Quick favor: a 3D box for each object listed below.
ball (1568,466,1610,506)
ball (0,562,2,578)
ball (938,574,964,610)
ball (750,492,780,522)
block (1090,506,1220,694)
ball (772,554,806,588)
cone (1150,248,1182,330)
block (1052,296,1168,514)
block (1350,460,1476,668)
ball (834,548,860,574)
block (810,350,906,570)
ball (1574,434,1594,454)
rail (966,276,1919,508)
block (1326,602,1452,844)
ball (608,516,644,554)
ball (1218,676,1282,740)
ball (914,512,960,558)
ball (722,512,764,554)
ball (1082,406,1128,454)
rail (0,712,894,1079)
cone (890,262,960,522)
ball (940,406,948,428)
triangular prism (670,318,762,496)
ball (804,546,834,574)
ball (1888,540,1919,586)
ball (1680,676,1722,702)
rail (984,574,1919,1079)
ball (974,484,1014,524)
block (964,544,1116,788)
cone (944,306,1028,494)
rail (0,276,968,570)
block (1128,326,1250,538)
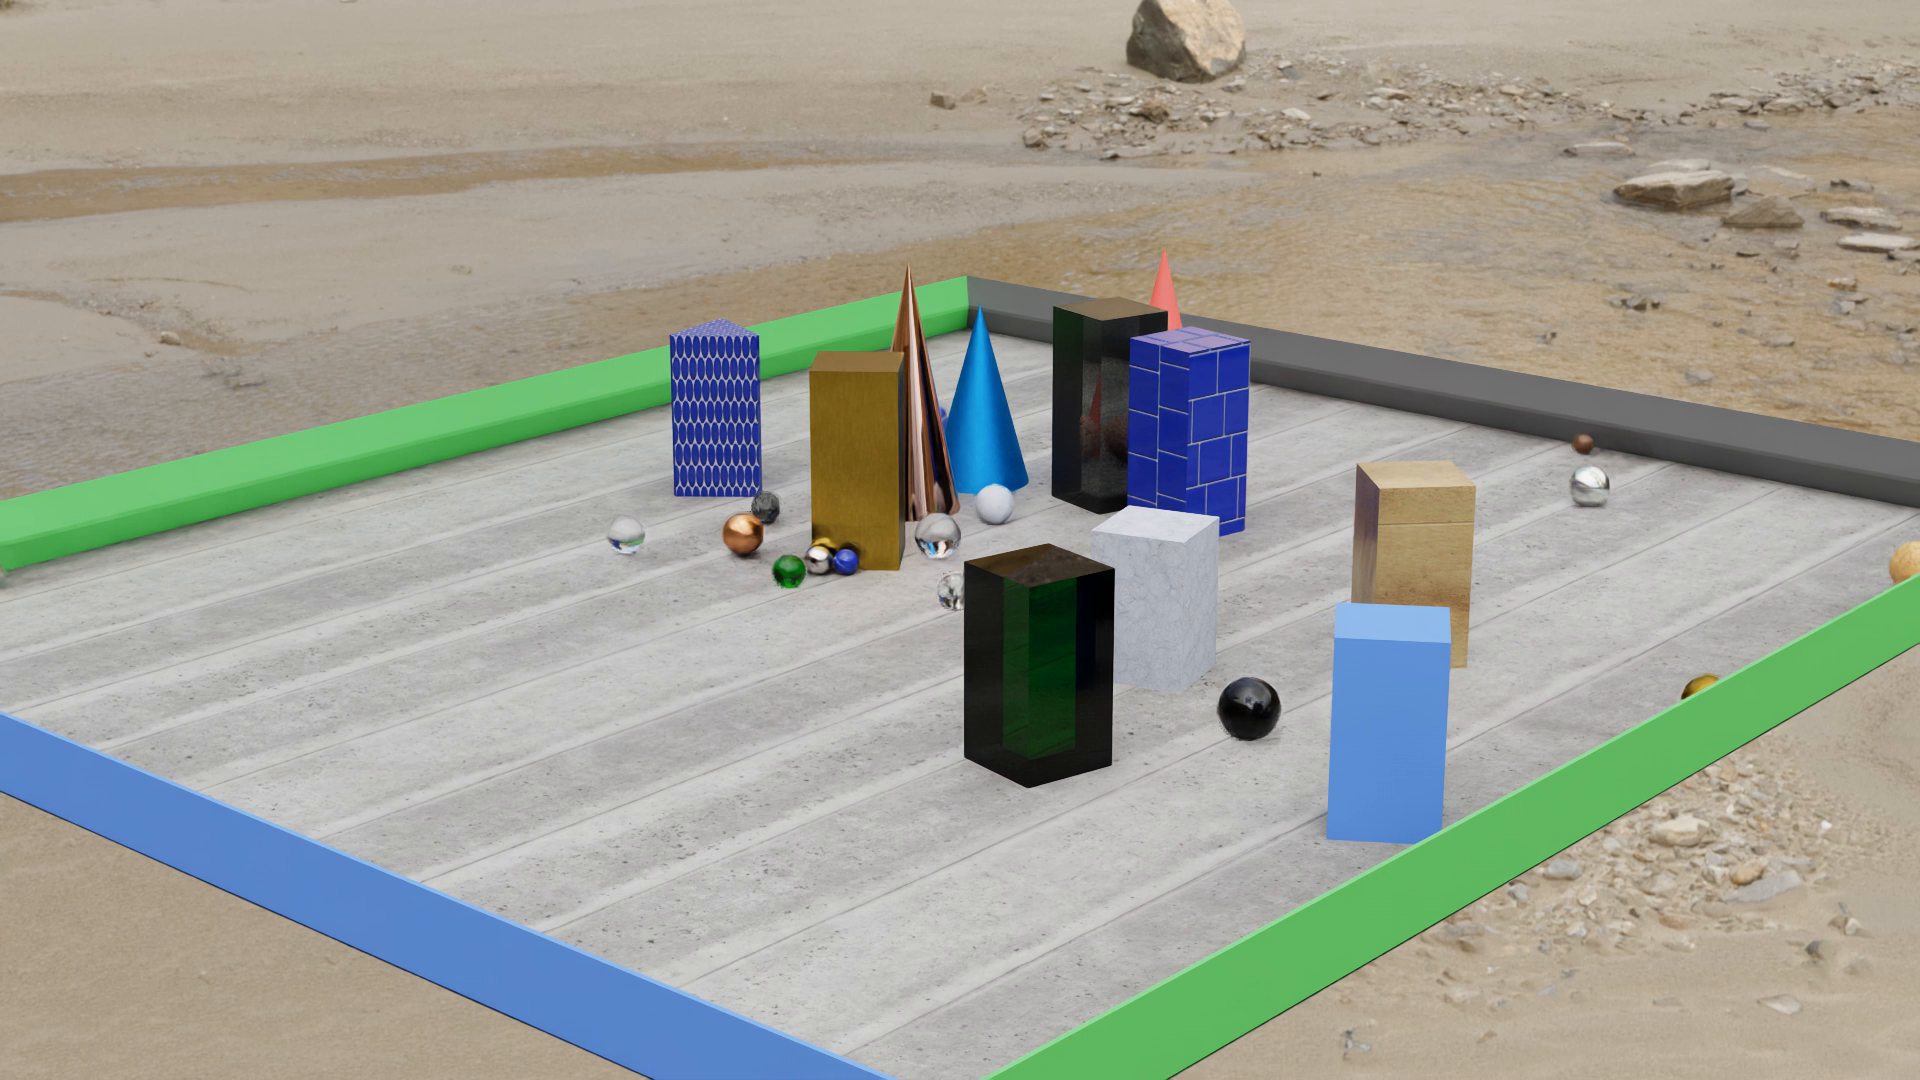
[{"bbox_3d":[1.214,-0.103,5.657,0.079,0.079,0.079,0,17,0],"label":"ball"},{"bbox_3d":[-1.719,0.054,5.153,0.069,0.069,0.069,0,17,0],"label":"ball"},{"bbox_3d":[-0.007,0.089,5.046,0.063,0.063,0.063,0,17,0],"label":"ball"},{"bbox_3d":[-0.369,-0.062,5.560,0.056,0.056,0.056,0,17,0],"label":"ball"},{"bbox_3d":[0.312,0.093,4.707,0.157,0.250,0.157,8,18,24],"label":"block"},{"bbox_3d":[-0.301,0.055,5.166,0.059,0.059,0.059,0,17,0],"label":"ball"},{"bbox_3d":[0.419,-0.402,6.065,0.196,0.415,0.196,0,17,0],"label":"cone"},{"bbox_3d":[0.288,-0.261,5.659,0.157,0.379,0.157,-11,20,-32],"label":"block"},{"bbox_3d":[0.737,0.040,4.785,0.157,0.307,0.157,-2,17,-6],"label":"block"},{"bbox_3d":[-0.204,0.039,5.242,0.046,0.046,0.046,0,17,0],"label":"ball"},{"bbox_3d":[-0.183,-0.144,5.293,0.157,0.366,0.157,1,17,3],"label":"block"},{"bbox_3d":[1.284,-0.197,6.032,0.041,0.041,0.041,0,17,0],"label":"ball"},{"bbox_3d":[1.046,-0.316,6.273,2.769,0.127,0.045,14,22,39],"label":"rail"},{"bbox_3d":[0.598,0.255,4.092,0.157,0.296,0.157,2,17,8],"label":"block"},{"bbox_3d":[-0.611,-0.010,5.364,0.068,0.068,0.068,0,17,0],"label":"ball"},{"bbox_3d":[0.438,0.255,4.438,0.096,0.096,0.096,0,17,0],"label":"ball"},{"bbox_3d":[-0.040,-0.008,5.332,0.084,0.084,0.084,0,17,0],"label":"ball"},{"bbox_3d":[-0.396,-0.011,5.355,0.076,0.076,0.076,0,17,0],"label":"ball"},{"bbox_3d":[0.300,-0.228,6.037,0.098,0.098,0.098,0,17,0],"label":"ball"},{"bbox_3d":[-1.046,0.380,3.967,2.769,0.127,0.045,14,22,39],"label":"rail"},{"bbox_3d":[-0.097,-0.295,5.588,0.196,0.486,0.196,0,17,0],"label":"cone"},{"bbox_3d":[-0.064,-0.246,6.125,0.082,0.082,0.082,0,17,0],"label":"ball"},{"bbox_3d":[-0.472,-0.261,5.758,0.170,0.322,0.147,0,17,1],"label":"triangular prism"},{"bbox_3d":[-0.253,0.036,5.241,0.053,0.053,0.053,0,17,0],"label":"ball"},{"bbox_3d":[1.674,0.048,5.130,0.094,0.094,0.094,0,17,0],"label":"ball"},{"bbox_3d":[1.145,0.248,4.487,0.081,0.081,0.081,0,17,0],"label":"ball"},{"bbox_3d":[1.027,0.289,4.266,0.045,0.127,3.238,14,22,39],"label":"rail"},{"bbox_3d":[0.066,-0.068,5.546,0.075,0.075,0.075,0,17,0],"label":"ball"},{"bbox_3d":[0.115,0.183,4.314,0.157,0.306,0.157,-12,20,-34],"label":"block"},{"bbox_3d":[0.039,-0.291,5.791,0.196,0.361,0.196,0,17,0],"label":"cone"},{"bbox_3d":[-1.027,-0.226,5.974,0.045,0.127,3.238,14,22,39],"label":"rail"},{"bbox_3d":[0.425,-0.196,5.467,0.157,0.366,0.157,-14,22,-38],"label":"block"}]
